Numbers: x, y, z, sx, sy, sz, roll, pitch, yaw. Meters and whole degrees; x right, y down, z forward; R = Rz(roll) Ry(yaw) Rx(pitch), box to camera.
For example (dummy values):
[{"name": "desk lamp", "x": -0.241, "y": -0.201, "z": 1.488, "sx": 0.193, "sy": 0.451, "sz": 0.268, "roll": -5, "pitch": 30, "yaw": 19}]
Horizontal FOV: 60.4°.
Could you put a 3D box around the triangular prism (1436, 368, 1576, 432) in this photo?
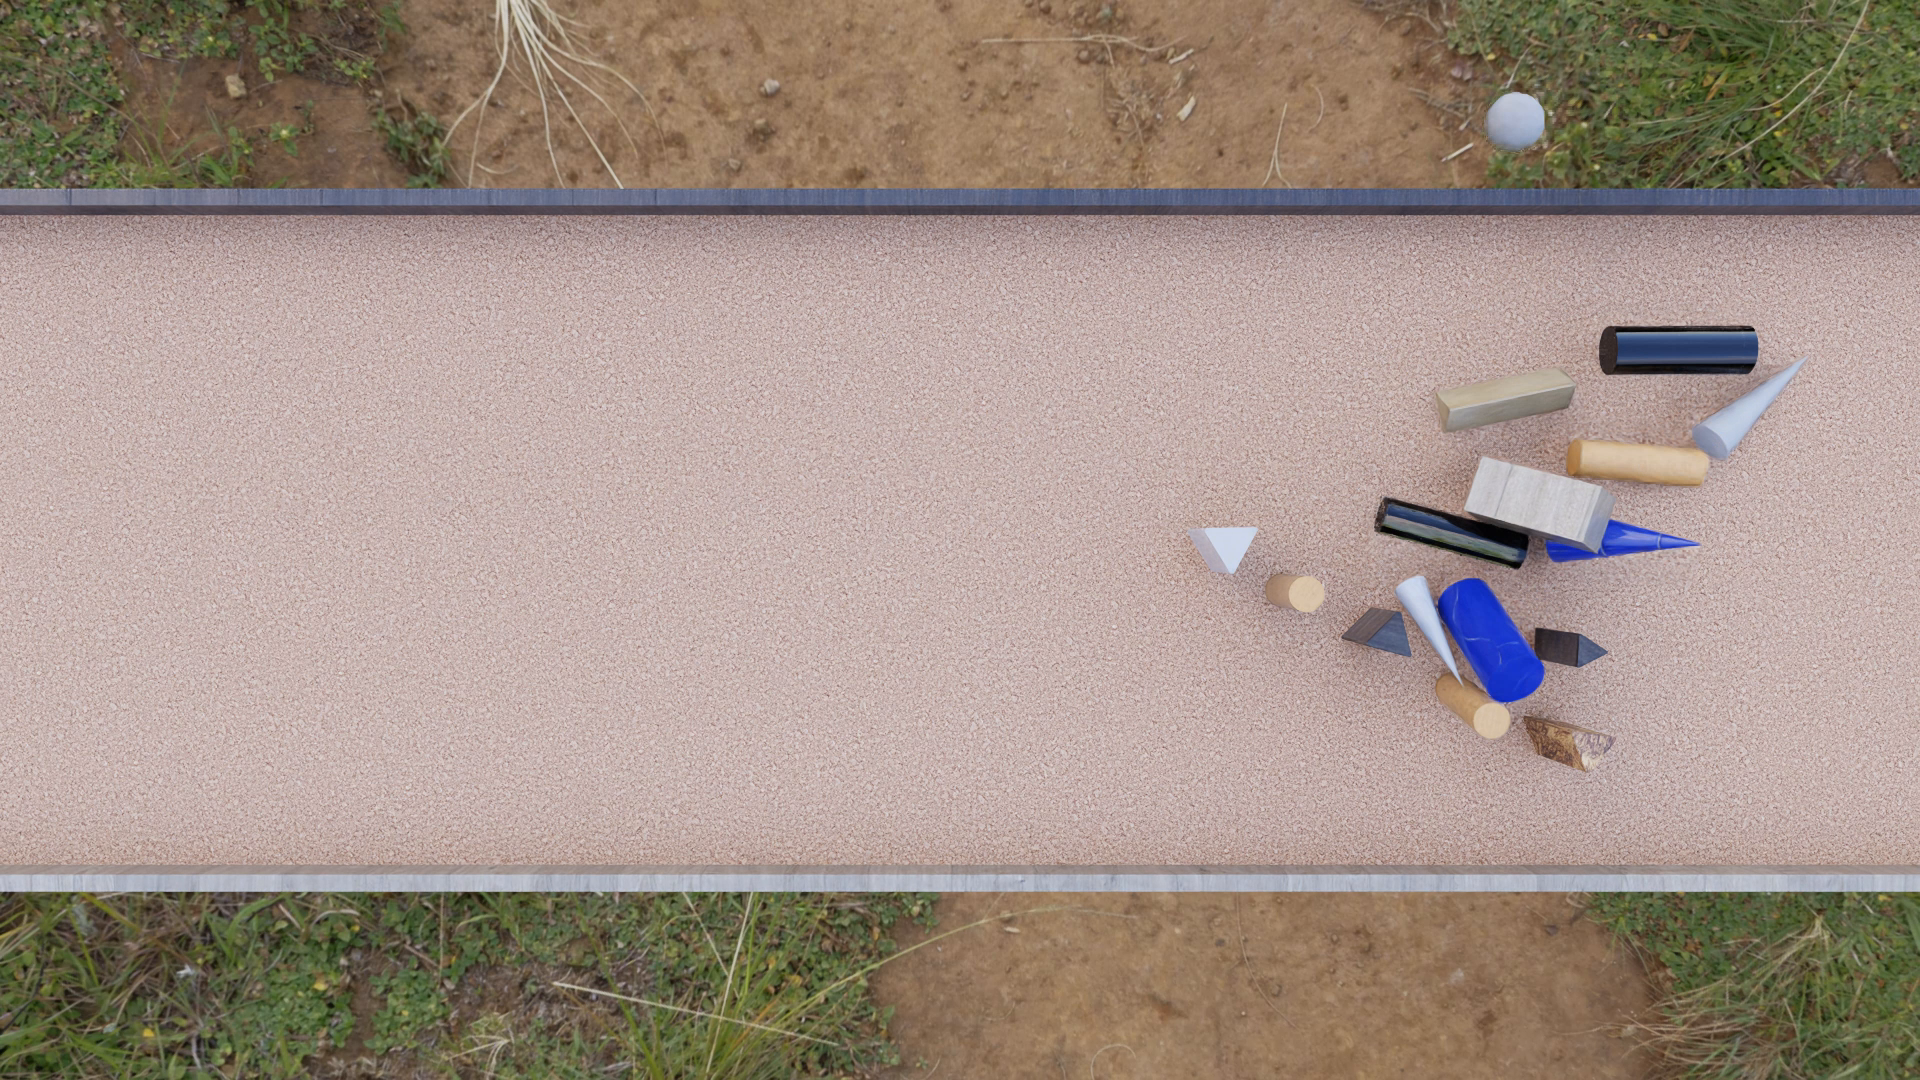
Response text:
[{"name": "triangular prism", "x": 1.665, "y": -0.430, "z": 5.019, "sx": 0.389, "sy": 0.109, "sz": 0.126, "roll": -12, "pitch": 90, "yaw": 0}]

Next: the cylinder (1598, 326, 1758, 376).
[{"name": "cylinder", "x": 2.176, "y": -0.576, "z": 5.002, "sx": 0.420, "sy": 0.149, "sz": 0.149, "roll": 0, "pitch": 90, "yaw": 0}]

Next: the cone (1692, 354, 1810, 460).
[{"name": "cone", "x": 2.448, "y": -0.437, "z": 5.044, "sx": 0.445, "sy": 0.130, "sz": 0.130, "roll": -39, "pitch": 90, "yaw": -8}]

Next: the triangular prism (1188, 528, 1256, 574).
[{"name": "triangular prism", "x": 0.794, "y": 0.000, "z": 4.893, "sx": 0.129, "sy": 0.368, "sz": 0.149, "roll": -31, "pitch": 90, "yaw": 0}]

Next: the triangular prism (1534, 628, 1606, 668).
[{"name": "triangular prism", "x": 1.792, "y": 0.306, "z": 4.897, "sx": 0.095, "sy": 0.359, "sz": 0.083, "roll": -27, "pitch": 90, "yaw": 0}]

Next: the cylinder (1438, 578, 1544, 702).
[{"name": "cylinder", "x": 1.565, "y": 0.292, "z": 4.877, "sx": 0.171, "sy": 0.371, "sz": 0.171, "roll": -5, "pitch": 126, "yaw": -7}]

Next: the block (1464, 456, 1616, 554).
[{"name": "block", "x": 1.721, "y": -0.105, "z": 4.900, "sx": 0.363, "sy": 0.170, "sz": 0.170, "roll": 19, "pitch": 90, "yaw": 37}]

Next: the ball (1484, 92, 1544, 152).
[{"name": "ball", "x": 2.454, "y": -1.849, "z": 7.297, "sx": 0.254, "sy": 0.254, "sz": 0.254, "roll": 0, "pitch": 90, "yaw": 0}]

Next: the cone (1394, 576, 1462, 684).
[{"name": "cone", "x": 1.428, "y": 0.286, "z": 4.944, "sx": 0.101, "sy": 0.101, "sz": 0.361, "roll": -20, "pitch": 60, "yaw": 0}]

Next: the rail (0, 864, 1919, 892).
[{"name": "rail", "x": -2.247, "y": 1.025, "z": 5.001, "sx": 12.000, "sy": 0.150, "sz": 0.050, "roll": 0, "pitch": 90, "yaw": 0}]

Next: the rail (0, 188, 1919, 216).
[{"name": "rail", "x": -2.247, "y": -1.025, "z": 5.002, "sx": 12.000, "sy": 0.150, "sz": 0.050, "roll": 0, "pitch": 90, "yaw": 0}]

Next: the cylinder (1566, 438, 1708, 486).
[{"name": "cylinder", "x": 2.060, "y": -0.237, "z": 5.021, "sx": 0.383, "sy": 0.112, "sz": 0.112, "roll": 5, "pitch": 90, "yaw": 0}]

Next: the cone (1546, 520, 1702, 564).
[{"name": "cone", "x": 1.971, "y": -0.001, "z": 4.857, "sx": 0.173, "sy": 0.438, "sz": 0.173, "roll": -5, "pitch": 97, "yaw": -42}]

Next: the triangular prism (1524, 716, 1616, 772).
[{"name": "triangular prism", "x": 1.778, "y": 0.578, "z": 4.875, "sx": 0.110, "sy": 0.402, "sz": 0.127, "roll": 39, "pitch": 90, "yaw": 0}]

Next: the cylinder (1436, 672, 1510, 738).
[{"name": "cylinder", "x": 1.502, "y": 0.481, "z": 4.847, "sx": 0.103, "sy": 0.449, "sz": 0.103, "roll": 0, "pitch": 97, "yaw": 3}]

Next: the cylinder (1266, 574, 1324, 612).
[{"name": "cylinder", "x": 0.990, "y": 0.155, "z": 4.893, "sx": 0.103, "sy": 0.366, "sz": 0.103, "roll": 0, "pitch": 90, "yaw": 0}]

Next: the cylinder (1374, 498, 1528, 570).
[{"name": "cylinder", "x": 1.495, "y": -0.021, "z": 5.021, "sx": 0.440, "sy": 0.112, "sz": 0.112, "roll": 15, "pitch": 90, "yaw": 0}]

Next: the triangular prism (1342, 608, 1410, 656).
[{"name": "triangular prism", "x": 1.254, "y": 0.263, "z": 4.919, "sx": 0.134, "sy": 0.315, "sz": 0.116, "roll": 16, "pitch": 90, "yaw": 0}]
